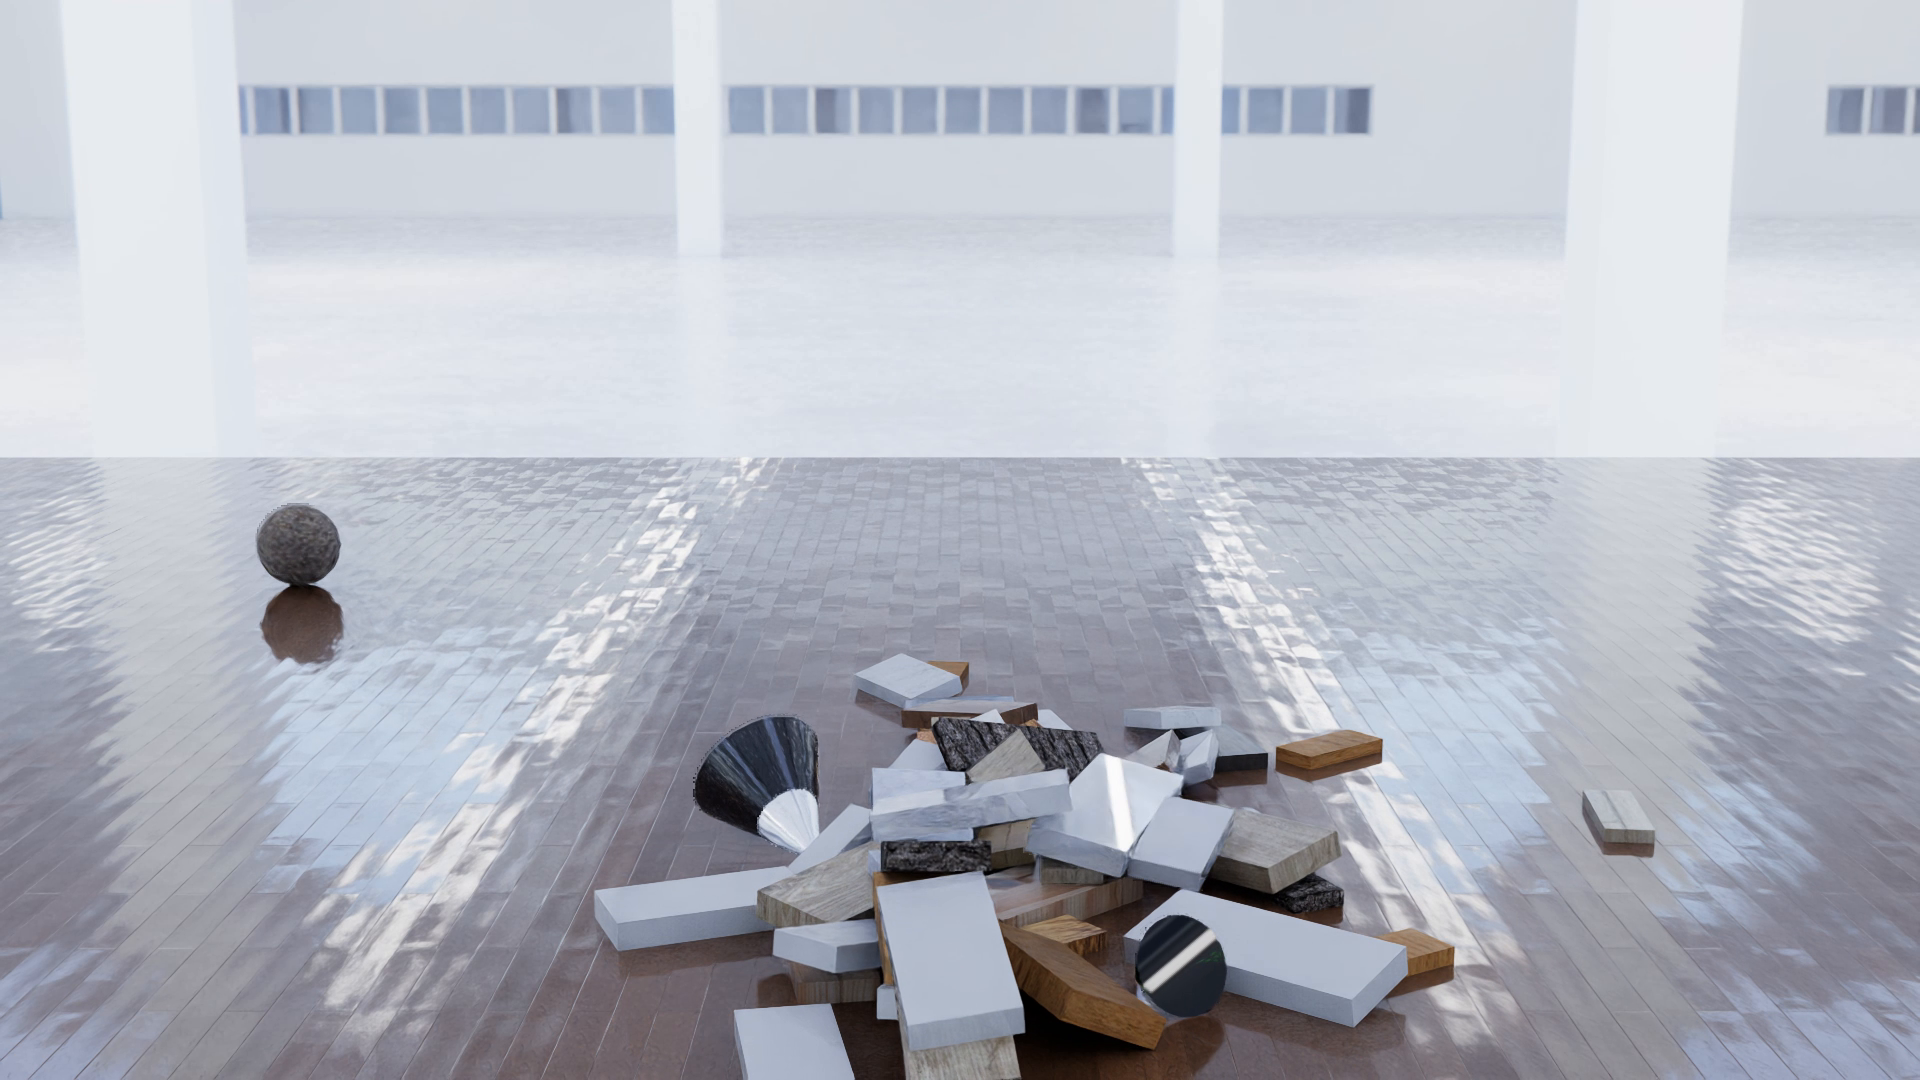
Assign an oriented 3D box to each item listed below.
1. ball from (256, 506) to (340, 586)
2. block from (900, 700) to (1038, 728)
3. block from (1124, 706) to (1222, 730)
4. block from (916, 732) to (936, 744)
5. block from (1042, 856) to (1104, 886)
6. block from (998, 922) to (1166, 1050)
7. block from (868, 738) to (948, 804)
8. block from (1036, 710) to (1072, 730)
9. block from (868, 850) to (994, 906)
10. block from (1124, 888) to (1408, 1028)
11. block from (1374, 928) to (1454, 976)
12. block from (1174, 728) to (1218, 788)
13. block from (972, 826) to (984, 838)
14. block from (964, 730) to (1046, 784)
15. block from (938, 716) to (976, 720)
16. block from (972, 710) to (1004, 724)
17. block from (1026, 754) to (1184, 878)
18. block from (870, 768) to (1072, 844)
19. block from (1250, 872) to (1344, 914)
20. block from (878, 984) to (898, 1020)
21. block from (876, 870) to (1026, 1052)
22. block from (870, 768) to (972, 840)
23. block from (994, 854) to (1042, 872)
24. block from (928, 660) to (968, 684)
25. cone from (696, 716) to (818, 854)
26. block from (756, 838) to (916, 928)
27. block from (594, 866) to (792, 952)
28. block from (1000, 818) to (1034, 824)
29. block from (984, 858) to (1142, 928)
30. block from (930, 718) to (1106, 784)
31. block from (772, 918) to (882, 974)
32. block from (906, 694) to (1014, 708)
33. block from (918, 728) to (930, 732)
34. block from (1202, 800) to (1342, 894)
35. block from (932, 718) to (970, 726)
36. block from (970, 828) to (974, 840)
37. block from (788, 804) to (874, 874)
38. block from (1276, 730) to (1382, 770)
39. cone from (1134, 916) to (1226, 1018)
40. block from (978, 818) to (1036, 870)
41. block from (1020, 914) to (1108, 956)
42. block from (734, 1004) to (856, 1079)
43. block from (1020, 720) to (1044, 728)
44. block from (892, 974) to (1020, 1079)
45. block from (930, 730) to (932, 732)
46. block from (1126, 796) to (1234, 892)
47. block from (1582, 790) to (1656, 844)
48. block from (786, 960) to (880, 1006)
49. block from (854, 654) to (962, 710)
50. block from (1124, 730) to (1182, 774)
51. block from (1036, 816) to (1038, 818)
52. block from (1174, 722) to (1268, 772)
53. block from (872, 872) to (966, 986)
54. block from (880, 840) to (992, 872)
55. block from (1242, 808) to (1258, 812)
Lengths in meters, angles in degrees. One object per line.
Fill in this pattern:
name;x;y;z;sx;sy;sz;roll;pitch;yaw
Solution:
ball;-1.848;0.015;6.148;0.225;0.225;0.225;0;11;0
block;0.019;0.355;4.455;0.255;0.036;0.127;-2;6;41
block;0.441;0.370;4.592;0.127;0.036;0.255;-3;-3;-13
block;-0.021;0.442;4.150;0.108;0.031;0.217;-1;34;-5
block;0.186;0.529;3.666;0.101;0.029;0.202;0;10;2
block;0.145;0.630;3.153;0.162;0.046;0.323;23;-1;-26
block;-0.081;0.430;3.988;0.095;0.027;0.191;13;30;22
block;0.160;0.405;4.565;0.128;0.036;0.256;-3;11;-14
block;-0.047;0.534;3.390;0.121;0.034;0.241;-3;15;-20
block;0.454;0.621;3.292;0.394;0.046;0.162;9;25;39
block;0.649;0.636;3.348;0.192;0.027;0.096;-7;12;-32
block;0.439;0.435;4.296;0.117;0.033;0.234;-21;7;13
block;-0.030;0.475;4.024;0.108;0.031;0.217;-4;28;-9
block;0.077;0.421;3.977;0.025;0.088;0.175;-33;1;43
block;-0.003;0.414;4.299;0.076;0.022;0.152;-1;52;-4
block;0.051;0.391;4.206;0.031;0.108;0.217;-36;-8;18
block;0.257;0.467;3.782;0.161;0.046;0.487;14;12;14
block;0.021;0.436;3.615;0.323;0.046;0.162;-10;2;3
block;0.547;0.575;3.676;0.096;0.027;0.192;-5;12;-24
block;-0.023;0.635;3.106;0.142;0.040;0.283;0;-3;7
block;-0.016;0.555;2.929;0.149;0.042;0.299;-8;28;-7
block;-0.067;0.500;3.761;0.164;0.047;0.328;3;26;-5
block;0.148;0.544;3.838;0.101;0.029;0.202;5;12;26
block;-0.040;0.316;5.073;0.094;0.027;0.189;2;11;9
cone;-0.307;0.488;3.912;0.248;0.248;0.248;-7;39;-33
block;-0.150;0.551;3.473;0.161;0.046;0.322;17;21;37
block;-0.411;0.591;3.539;0.322;0.046;0.161;-4;11;-22
block;0.140;0.449;4.121;0.127;0.036;0.284;51;33;18
block;0.127;0.581;3.588;0.329;0.047;0.164;-10;15;-43
block;0.124;0.401;4.100;0.389;0.033;0.116;9;42;-39
block;-0.129;0.597;3.261;0.136;0.039;0.272;5;1;45
block;0.001;0.354;4.761;0.241;0.024;0.084;0;-1;-42
block;-0.015;0.416;4.505;0.128;0.036;0.356;-1;11;-3
block;0.471;0.521;3.751;0.164;0.047;0.328;-21;15;-33
block;-0.016;0.414;4.270;0.076;0.022;0.152;0;52;-3
block;-0.031;0.491;3.931;0.095;0.027;0.191;-2;28;-5
block;-0.214;0.520;3.706;0.175;0.025;0.088;-44;27;-24
block;0.753;0.426;4.480;0.215;0.027;0.095;-8;13;-37
cone;0.292;0.636;3.239;0.146;0.146;0.146;-5;-15;-27
block;0.081;0.523;3.772;0.101;0.029;0.202;-11;5;6
block;0.124;0.626;3.402;0.192;0.027;0.096;-8;13;-37
block;-0.225;0.700;2.969;0.136;0.039;0.272;-2;11;-10
block;0.164;0.419;4.320;0.084;0.024;0.167;-21;42;-32
block;-0.008;0.631;2.873;0.142;0.040;0.284;-6;28;-4
block;-0.012;0.405;4.400;0.084;0.024;0.167;-1;11;-4
block;0.370;0.503;3.663;0.121;0.034;0.241;10;22;17
block;1.210;0.507;4.046;0.088;0.025;0.239;1;11;6
block;-0.197;0.637;3.323;0.121;0.034;0.241;-2;11;-10
block;-0.117;0.320;4.934;0.128;0.036;0.256;-23;20;-26
block;0.361;0.438;4.230;0.117;0.033;0.234;-33;4;13
block;0.225;0.491;3.972;0.231;0.033;0.116;16;16;14
block;0.529;0.422;4.483;0.117;0.033;0.234;-3;11;-13
block;-0.042;0.553;3.155;0.149;0.042;0.299;0;14;-6
block;-0.039;0.462;3.207;0.149;0.042;0.299;0;-9;-3
block;0.521;0.529;3.905;0.116;0.033;0.231;-4;11;-21
